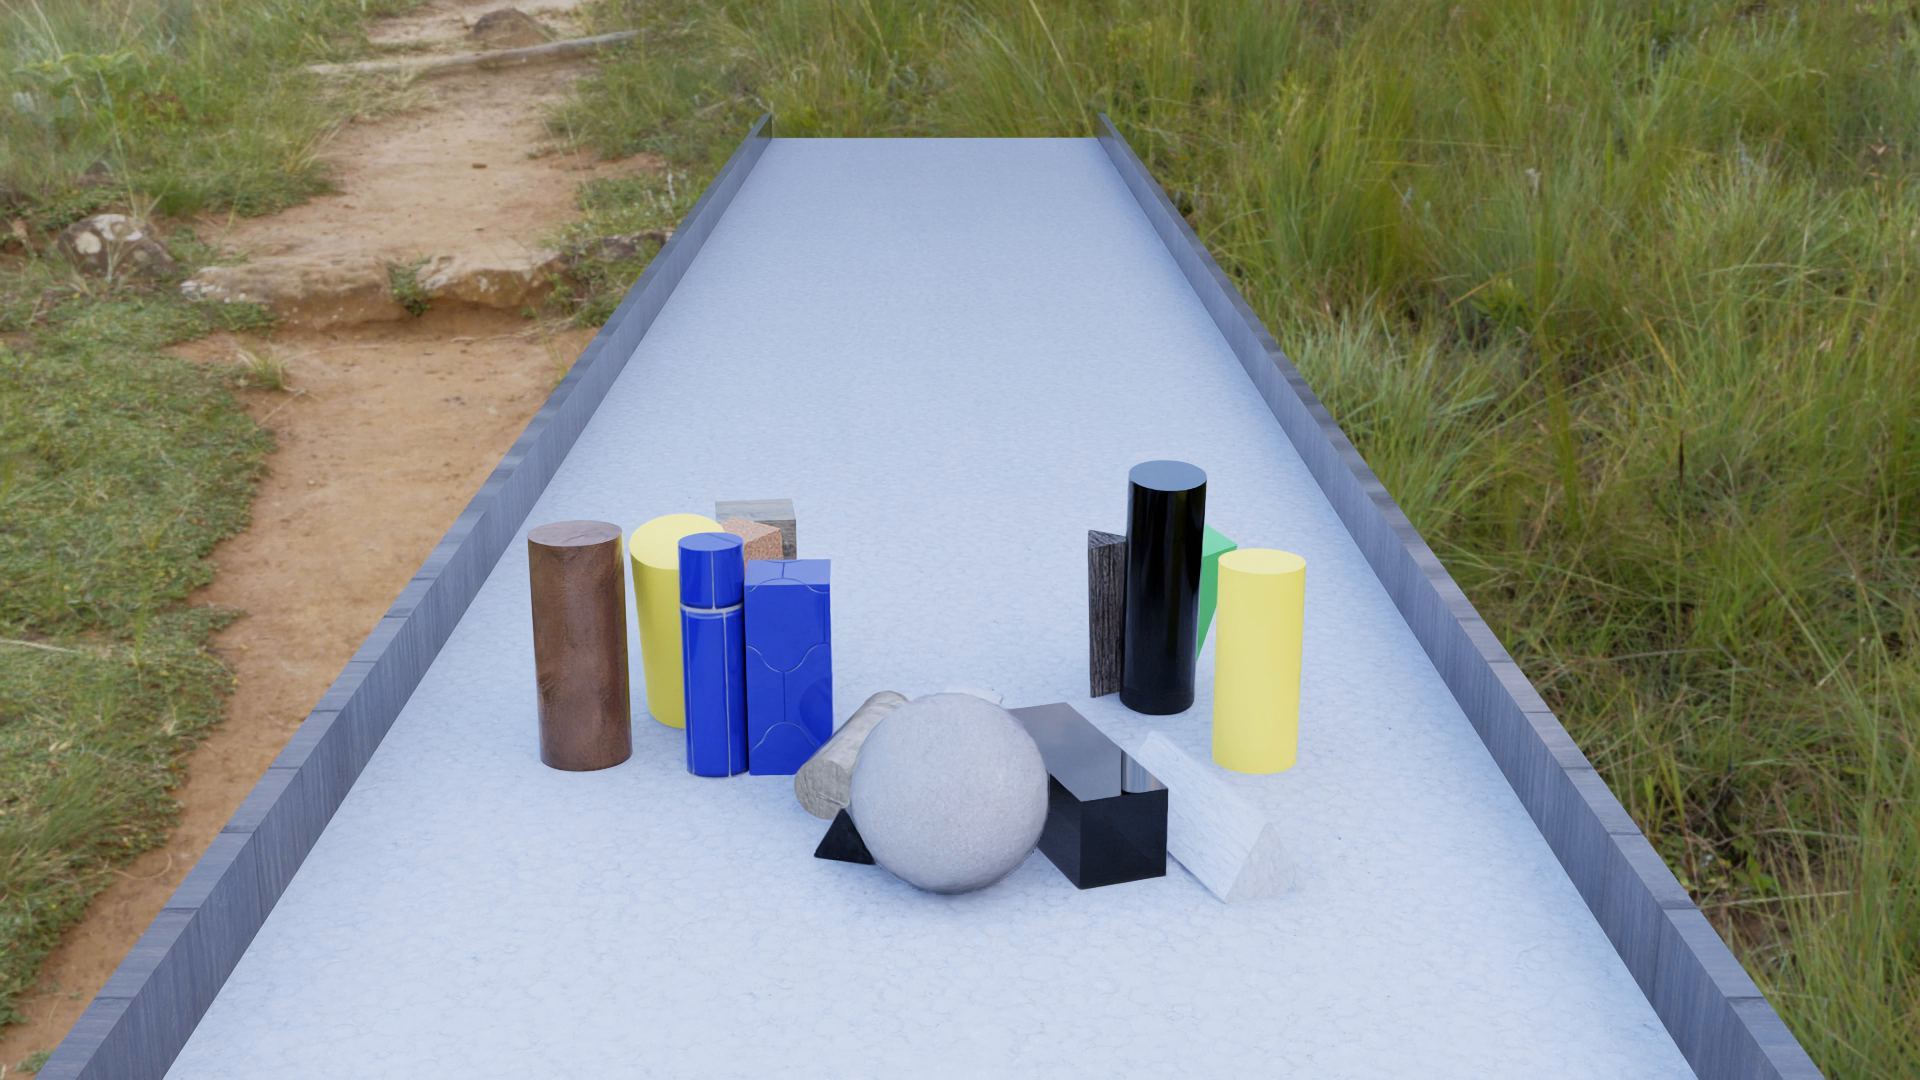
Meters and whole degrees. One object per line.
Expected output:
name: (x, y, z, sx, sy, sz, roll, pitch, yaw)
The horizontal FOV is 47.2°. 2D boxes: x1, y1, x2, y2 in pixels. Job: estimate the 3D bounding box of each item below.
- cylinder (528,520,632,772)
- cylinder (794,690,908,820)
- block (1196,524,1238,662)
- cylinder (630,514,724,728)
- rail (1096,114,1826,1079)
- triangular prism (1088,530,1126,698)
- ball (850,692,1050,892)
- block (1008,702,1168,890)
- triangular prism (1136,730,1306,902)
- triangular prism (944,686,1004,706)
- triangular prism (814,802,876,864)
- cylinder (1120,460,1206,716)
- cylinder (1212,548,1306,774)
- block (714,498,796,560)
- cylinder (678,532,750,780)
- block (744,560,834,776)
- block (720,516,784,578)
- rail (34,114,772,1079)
cylinder: (-0.669, 0.186, 3.878, 0.163, 0.413, 0.163, 0, 17, 0)
cylinder: (-0.175, 0.368, 3.800, 0.109, 0.109, 0.336, 5, 17, 16)
block: (0.417, 0.121, 4.258, 0.113, 0.301, 0.113, 35, 34, 32)
cylinder: (-0.501, 0.150, 4.023, 0.173, 0.362, 0.173, 0, 35, 0)
rail: (0.932, -0.844, 7.801, 0.050, 0.150, 12.000, 0, 17, -1)
triangular prism: (0.272, 0.137, 4.212, 0.100, 0.306, 0.087, -12, 23, -24)
ball: (-0.016, 0.388, 3.385, 0.306, 0.306, 0.306, 0, 17, 0)
block: (0.183, 0.410, 3.588, 0.149, 0.149, 0.403, -6, 18, -20)
triangular prism: (0.397, 0.433, 3.542, 0.142, 0.123, 0.405, -6, 18, -20)
triangular prism: (-0.018, 0.341, 3.838, 0.091, 0.106, 0.345, 37, 19, -2)
triangular prism: (-0.130, 0.417, 3.658, 0.103, 0.089, 0.368, 5, 17, 17)
cylinder: (0.376, 0.091, 4.089, 0.143, 0.459, 0.143, 0, 25, 0)
cylinder: (0.524, 0.212, 3.869, 0.151, 0.367, 0.151, 0, 17, 0)
block: (-0.403, 0.092, 4.366, 0.153, 0.314, 0.153, -2, 17, -7)
cylinder: (-0.426, 0.202, 3.818, 0.112, 0.416, 0.112, 0, 17, 0)
block: (-0.298, 0.223, 3.865, 0.146, 0.349, 0.146, -1, 17, -3)
block: (-0.415, 0.135, 4.194, 0.123, 0.320, 0.123, 14, 27, 39)
rail: (-1.118, -0.838, 7.780, 0.050, 0.150, 12.000, 0, 17, -1)
